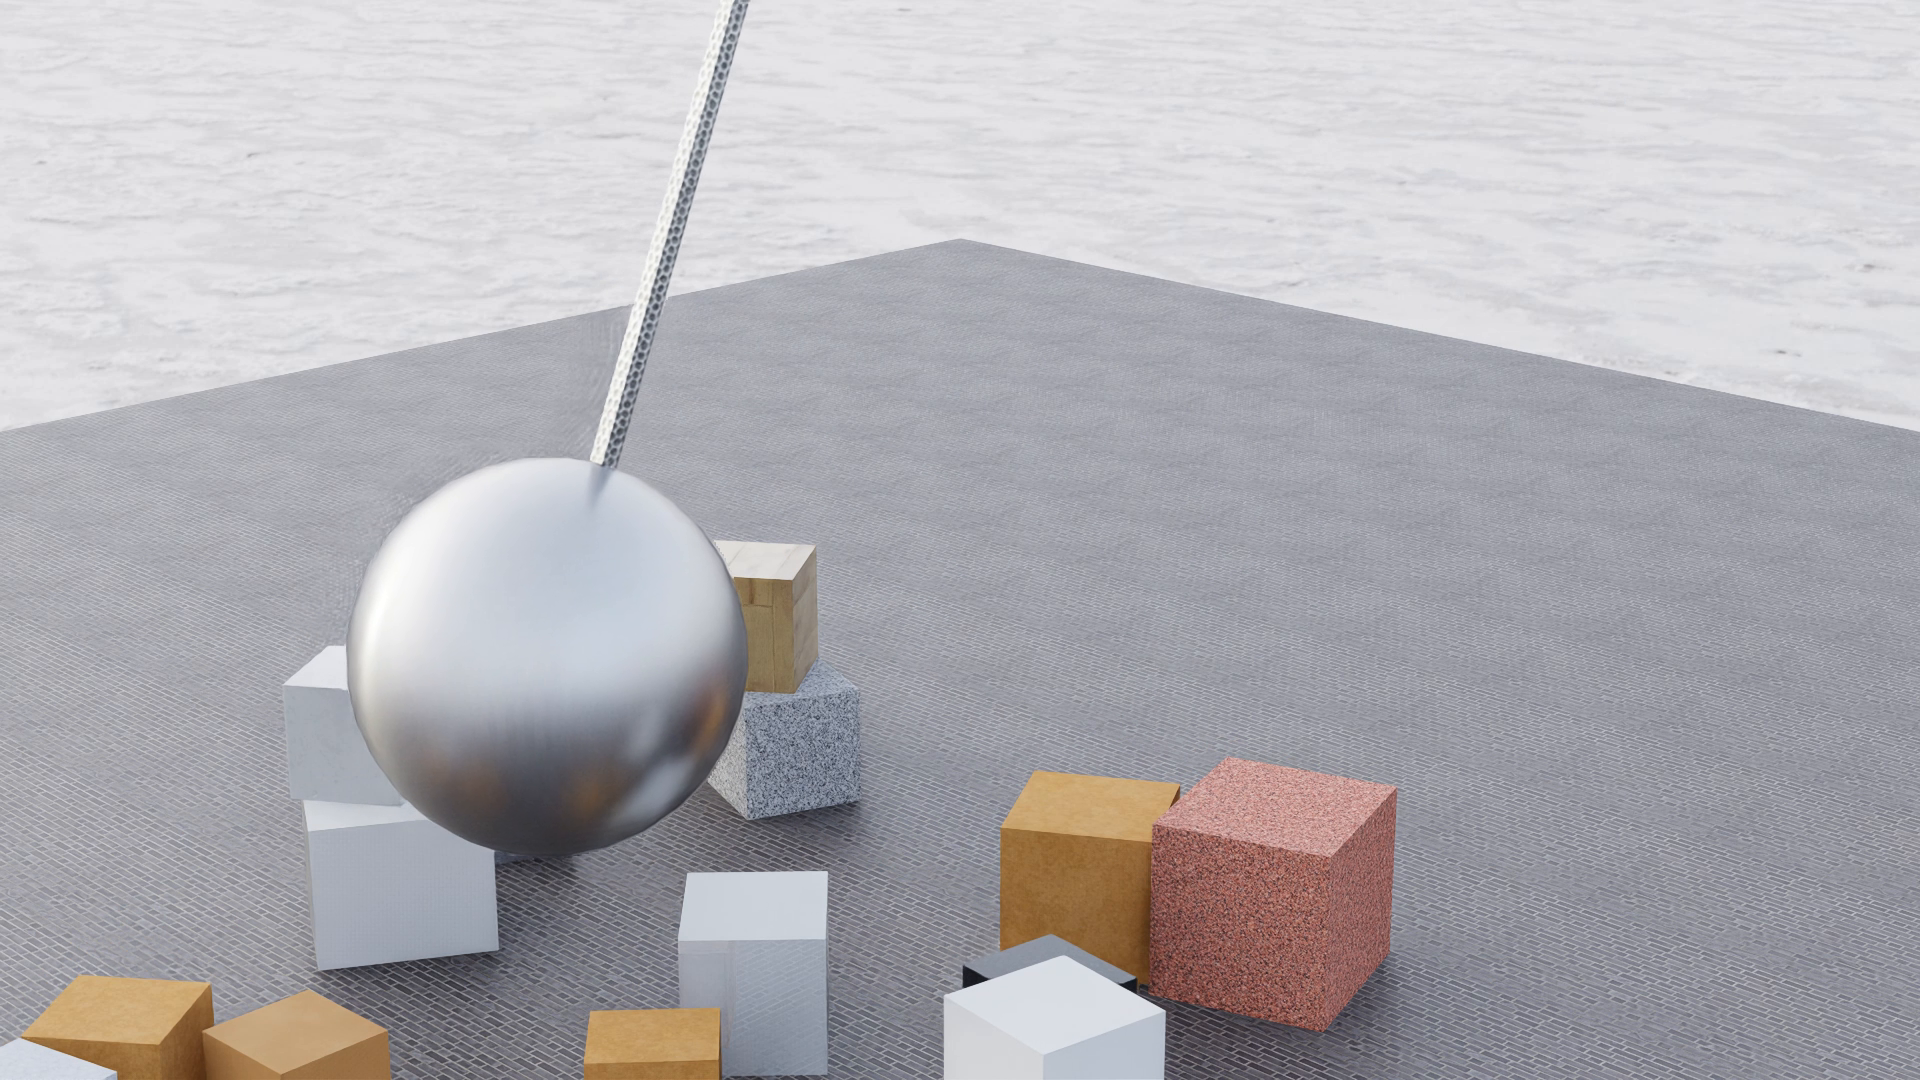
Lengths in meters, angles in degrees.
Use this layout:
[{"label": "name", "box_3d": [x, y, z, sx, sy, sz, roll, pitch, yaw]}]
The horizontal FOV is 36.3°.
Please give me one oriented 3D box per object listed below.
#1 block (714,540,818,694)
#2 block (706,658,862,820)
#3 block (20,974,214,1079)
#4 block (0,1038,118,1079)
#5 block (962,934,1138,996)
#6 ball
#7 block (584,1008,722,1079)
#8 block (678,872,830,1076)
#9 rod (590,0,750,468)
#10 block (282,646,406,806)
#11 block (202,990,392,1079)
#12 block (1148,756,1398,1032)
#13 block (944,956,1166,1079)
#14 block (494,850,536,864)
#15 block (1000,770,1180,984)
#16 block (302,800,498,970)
[{"label": "block", "box_3d": [-1.006, 0.370, 14.283, 0.518, 0.577, 0.550, 3, 18, 9]}, {"label": "block", "box_3d": [-0.897, 0.940, 14.393, 0.594, 0.576, 0.685, -8, 19, -24]}, {"label": "block", "box_3d": [-3.144, 2.012, 11.026, 0.527, 0.549, 0.512, 2, 18, 7]}, {"label": "block", "box_3d": [-3.374, 2.195, 10.444, 0.503, 0.550, 0.571, 10, 20, 30]}, {"label": "block", "box_3d": [0.353, 1.898, 11.599, 0.461, 0.423, 0.519, -14, 22, -37]}, {"label": "ball", "box_3d": [-1.649, 0.465, 11.759, 1.600, 1.600, 1.600, 0, 17, 0]}, {"label": "block", "box_3d": [-1.153, 2.061, 11.087, 0.496, 0.419, 0.429, -1, 17, -3]}, {"label": "block", "box_3d": [-0.821, 1.742, 11.821, 0.575, 0.588, 0.649, -1, 17, -2]}, {"label": "rod", "box_3d": [-0.715, -2.803, 11.711, 0.080, 5.200, 0.080, 17, 1, 42]}, {"label": "block", "box_3d": [-2.596, 0.806, 12.761, 0.496, 0.523, 0.508, 3, 18, 10]}, {"label": "block", "box_3d": [-2.461, 2.061, 10.929, 0.500, 0.514, 0.471, 16, 23, 40]}, {"label": "block", "box_3d": [1.323, 1.475, 12.361, 0.773, 0.773, 0.835, 9, 19, 25]}, {"label": "block", "box_3d": [0.346, 2.010, 10.877, 0.572, 0.643, 0.590, -13, 21, -35]}, {"label": "block", "box_3d": [-2.181, 1.171, 13.754, 0.556, 0.518, 0.531, -9, 19, -25]}, {"label": "block", "box_3d": [0.566, 1.446, 12.663, 0.651, 0.648, 0.661, 4, 18, 13]}, {"label": "block", "box_3d": [-2.451, 1.406, 12.795, 0.768, 0.644, 0.642, -5, 18, -15]}]
